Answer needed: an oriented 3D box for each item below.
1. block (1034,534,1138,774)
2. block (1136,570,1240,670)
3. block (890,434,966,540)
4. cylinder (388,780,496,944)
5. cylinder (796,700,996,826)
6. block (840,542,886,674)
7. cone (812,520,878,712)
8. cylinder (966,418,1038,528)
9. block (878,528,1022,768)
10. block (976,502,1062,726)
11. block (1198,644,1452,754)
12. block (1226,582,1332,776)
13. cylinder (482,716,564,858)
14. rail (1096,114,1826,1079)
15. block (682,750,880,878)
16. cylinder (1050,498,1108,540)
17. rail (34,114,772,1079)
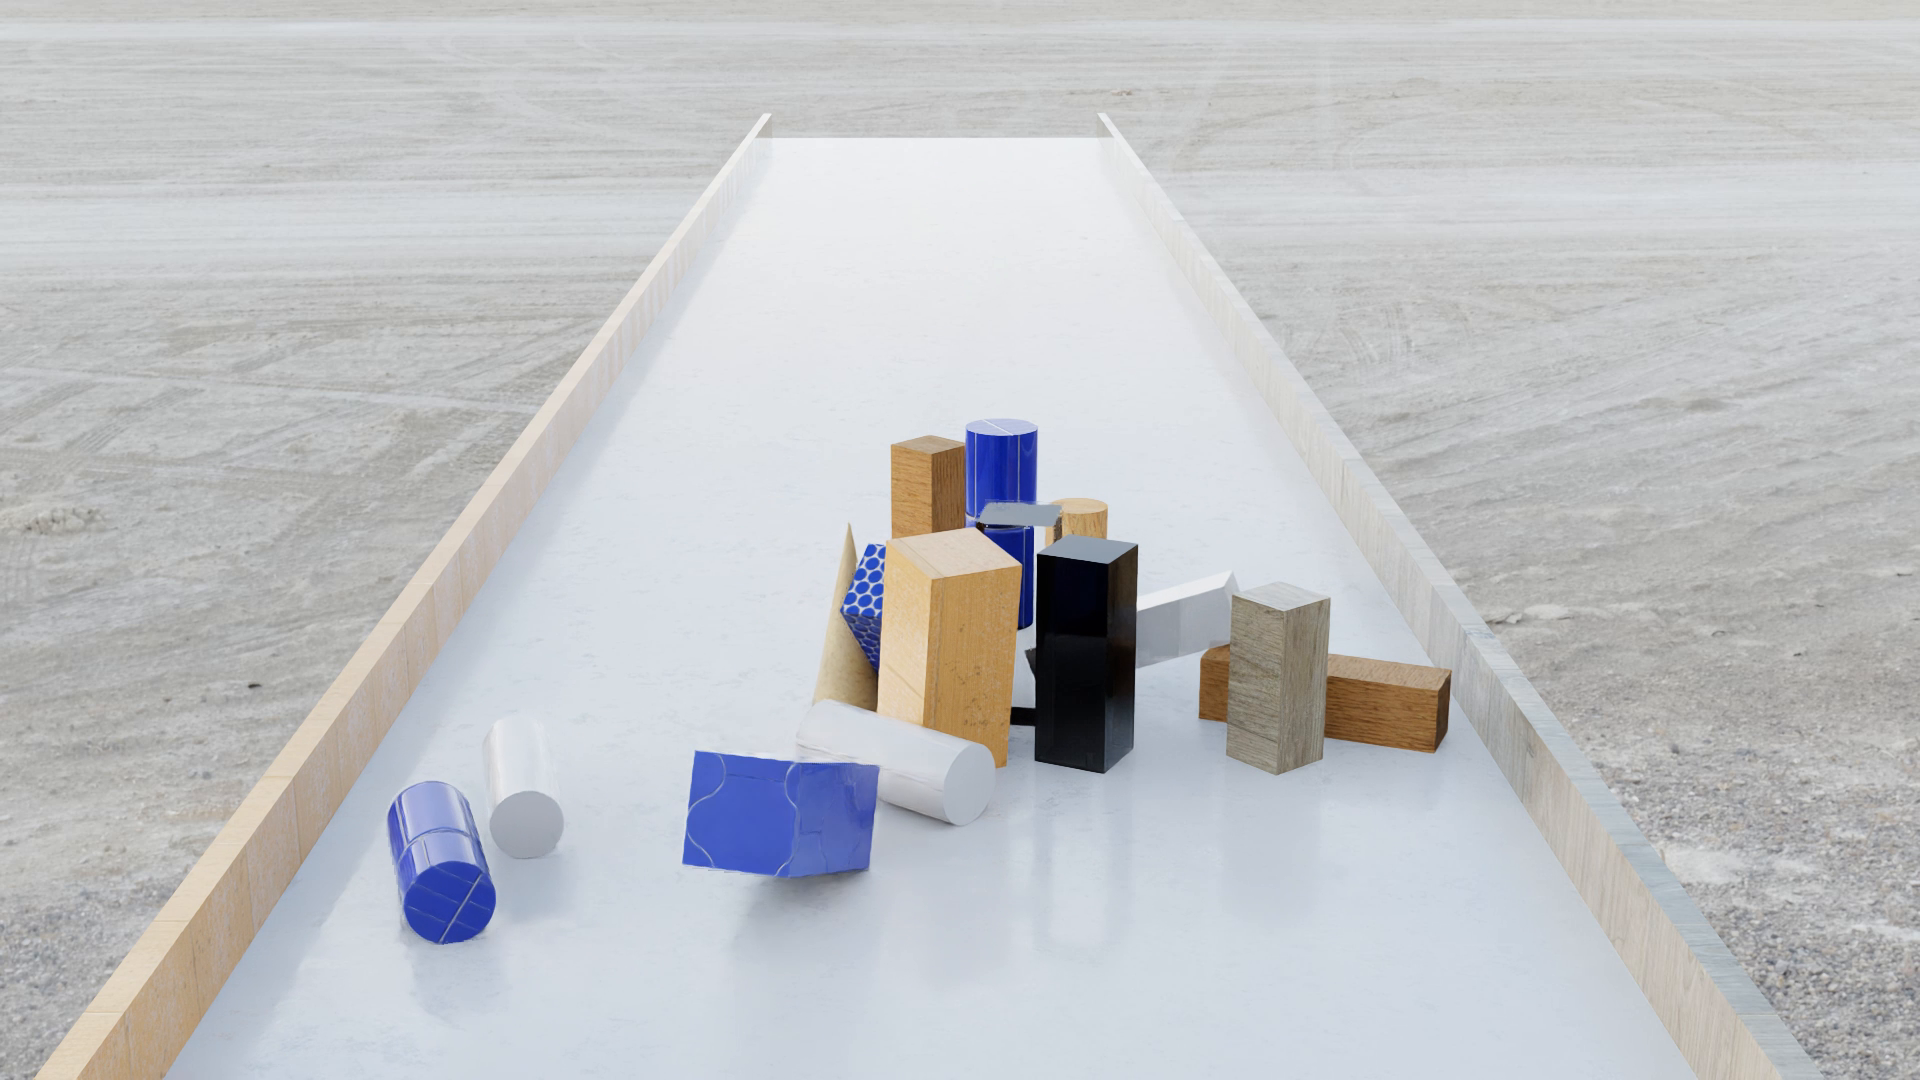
[{"bbox_3d":[0.223,0.199,3.880,0.134,0.385,0.134,8,18,26],"label":"block"},{"bbox_3d":[0.342,0.176,4.204,0.400,0.108,0.108,-17,11,20],"label":"block"},{"bbox_3d":[-0.065,-0.061,4.886,0.124,0.312,0.124,15,22,41],"label":"block"},{"bbox_3d":[-0.794,0.487,3.357,0.132,0.132,0.315,-5,17,-18],"label":"cylinder"},{"bbox_3d":[-0.112,0.374,3.726,0.328,0.139,0.139,13,21,37],"label":"cylinder"},{"bbox_3d":[-0.080,0.165,4.076,0.150,0.319,0.150,8,59,24],"label":"block"},{"bbox_3d":[-0.207,0.136,4.120,0.144,0.368,0.144,1,16,0],"label":"cone"},{"bbox_3d":[0.087,-0.039,4.638,0.152,0.410,0.152,0,17,0],"label":"cylinder"},{"bbox_3d":[-0.023,0.200,3.837,0.173,0.390,0.173,-9,26,-27],"label":"block"},{"bbox_3d":[0.110,0.138,4.083,0.141,0.387,0.141,3,17,9],"label":"block"},{"bbox_3d":[0.671,0.285,4.058,0.440,0.120,0.120,7,18,22],"label":"block"},{"bbox_3d":[0.561,0.242,3.880,0.121,0.303,0.121,-13,21,-37],"label":"block"},{"bbox_3d":[-0.729,0.406,3.659,0.117,0.117,0.342,-4,17,-13],"label":"cylinder"},{"bbox_3d":[0.932,-0.844,7.801,0.050,0.150,12.000,0,17,-1],"label":"rail"},{"bbox_3d":[-0.264,0.411,3.329,0.163,0.163,0.382,5,-5,15],"label":"block"},{"bbox_3d":[0.234,0.083,4.397,0.117,0.314,0.117,0,17,0],"label":"cylinder"},{"bbox_3d":[-1.118,-0.838,7.780,0.050,0.150,12.000,0,17,-1],"label":"rail"}]
